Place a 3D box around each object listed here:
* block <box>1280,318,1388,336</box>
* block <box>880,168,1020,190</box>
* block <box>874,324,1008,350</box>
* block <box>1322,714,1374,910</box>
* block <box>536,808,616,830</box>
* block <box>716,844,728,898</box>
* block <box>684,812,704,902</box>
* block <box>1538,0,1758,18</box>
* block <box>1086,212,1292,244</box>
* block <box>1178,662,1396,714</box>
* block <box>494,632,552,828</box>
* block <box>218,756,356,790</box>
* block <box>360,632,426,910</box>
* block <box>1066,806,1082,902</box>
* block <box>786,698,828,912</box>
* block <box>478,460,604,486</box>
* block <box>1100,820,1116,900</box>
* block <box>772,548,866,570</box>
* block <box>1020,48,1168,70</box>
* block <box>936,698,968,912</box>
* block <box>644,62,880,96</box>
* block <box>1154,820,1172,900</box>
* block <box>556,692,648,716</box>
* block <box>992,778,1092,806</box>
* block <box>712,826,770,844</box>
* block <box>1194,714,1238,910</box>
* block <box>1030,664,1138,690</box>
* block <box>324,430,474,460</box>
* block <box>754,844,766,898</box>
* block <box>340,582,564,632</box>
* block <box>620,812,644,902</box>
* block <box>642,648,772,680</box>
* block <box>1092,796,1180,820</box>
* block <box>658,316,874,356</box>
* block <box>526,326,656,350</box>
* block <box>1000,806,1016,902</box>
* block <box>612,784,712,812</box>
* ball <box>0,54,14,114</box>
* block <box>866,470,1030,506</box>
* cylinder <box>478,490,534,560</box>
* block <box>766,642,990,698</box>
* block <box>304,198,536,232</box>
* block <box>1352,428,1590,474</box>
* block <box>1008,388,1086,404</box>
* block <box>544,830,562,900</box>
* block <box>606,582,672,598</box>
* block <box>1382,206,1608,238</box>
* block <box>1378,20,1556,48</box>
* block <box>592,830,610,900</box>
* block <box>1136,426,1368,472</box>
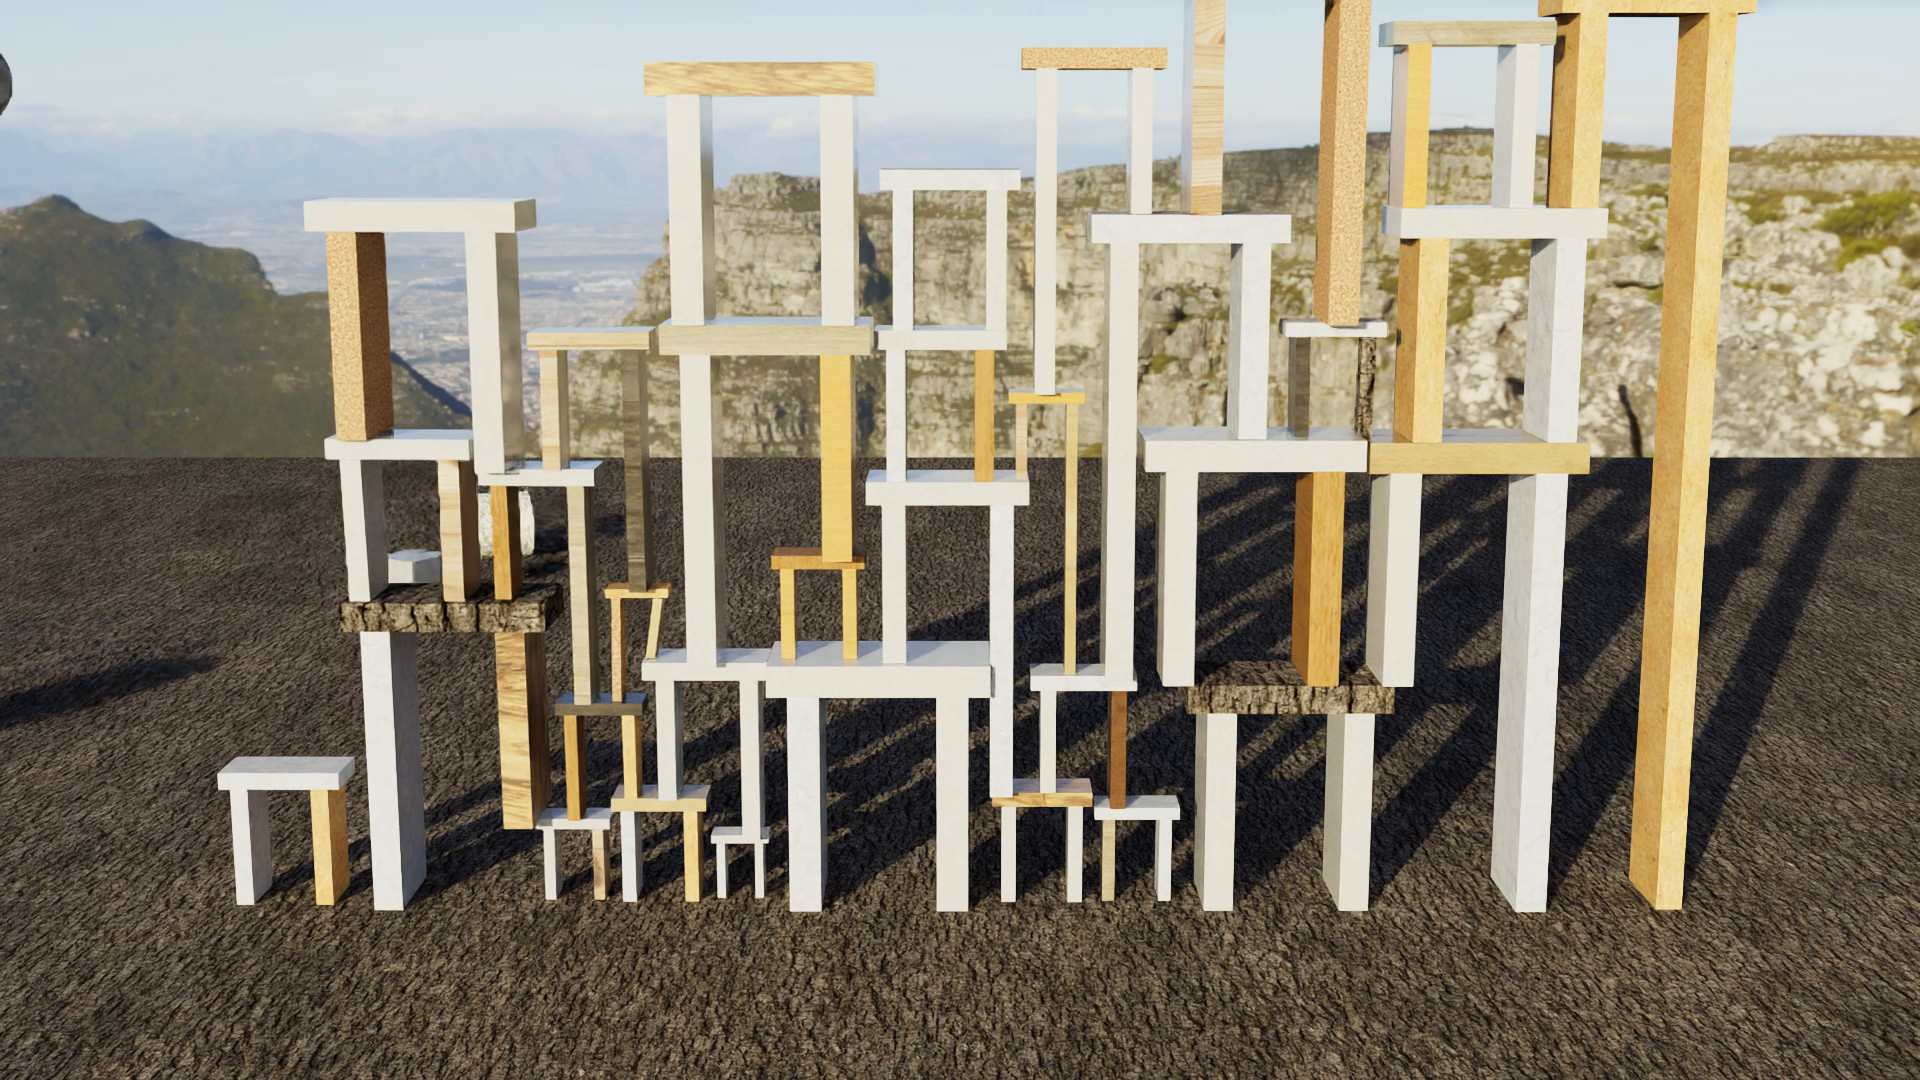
[{"bbox_3d":[0.593,-0.338,3.498,0.158,0.022,0.079,0,11,0],"label":"block"},{"bbox_3d":[-0.015,-0.567,3.453,0.218,0.031,0.109,0,11,0],"label":"block"},{"bbox_3d":[-0.031,-0.323,3.498,0.209,0.030,0.104,0,11,0],"label":"block"},{"bbox_3d":[0.642,0.427,3.640,0.047,0.331,0.166,0,11,0],"label":"block"},{"bbox_3d":[-0.637,0.462,3.646,0.122,0.017,0.061,0,11,0],"label":"block"},{"bbox_3d":[-0.395,0.543,3.664,0.013,0.095,0.047,0,11,0],"label":"block"},{"bbox_3d":[-0.442,0.514,3.655,0.022,0.155,0.077,0,11,0],"label":"block"},{"bbox_3d":[1.060,-0.834,3.403,0.294,0.042,0.147,0,11,0],"label":"block"},{"bbox_3d":[0.357,-0.494,3.468,0.307,0.043,0.153,0,11,0],"label":"block"},{"bbox_3d":[0.531,0.241,3.606,0.331,0.047,0.166,0,11,0],"label":"block"},{"bbox_3d":[-0.717,0.293,3.616,0.046,0.327,0.163,0,11,0],"label":"block"},{"bbox_3d":[-1.109,0.384,3.627,0.196,0.028,0.098,0,11,0],"label":"block"},{"bbox_3d":[-0.933,0.361,3.629,0.046,0.465,0.163,0,11,0],"label":"block"},{"bbox_3d":[0.189,0.509,3.655,0.023,0.164,0.082,0,11,0],"label":"block"},{"bbox_3d":[-0.252,0.412,3.641,0.051,0.359,0.180,0,10,0],"label":"block"},{"bbox_3d":[-0.673,-0.107,3.538,0.184,0.026,0.092,0,11,1],"label":"block"},{"bbox_3d":[0.245,0.521,3.657,0.020,0.140,0.070,0,11,0],"label":"block"},{"bbox_3d":[-0.228,0.029,3.566,0.149,0.021,0.075,0,11,0],"label":"block"},{"bbox_3d":[0.207,-0.749,3.424,0.221,0.031,0.111,0,11,0],"label":"block"},{"bbox_3d":[-0.012,0.413,3.641,0.051,0.359,0.180,0,11,0],"label":"block"},{"bbox_3d":[-0.305,-0.717,3.426,0.350,0.050,0.175,0,11,0],"label":"block"},{"bbox_3d":[0.338,0.521,3.657,0.020,0.140,0.070,0,11,0],"label":"block"},{"bbox_3d":[-0.587,0.269,3.605,0.140,0.020,0.070,0,11,0],"label":"block"},{"bbox_3d":[0.135,0.417,3.638,0.164,0.023,0.082,0,11,0],"label":"block"},{"bbox_3d":[-0.364,0.490,3.654,0.095,0.013,0.047,0,11,-1],"label":"block"},{"bbox_3d":[0.421,0.427,3.641,0.047,0.331,0.166,0,11,0],"label":"block"},{"bbox_3d":[0.201,0.225,3.604,0.172,0.024,0.086,0,11,0],"label":"block"},{"bbox_3d":[-0.885,-0.153,3.521,0.229,0.032,0.114,0,11,2],"label":"block"},{"bbox_3d":[-0.332,0.543,3.664,0.013,0.095,0.047,0,11,0],"label":"block"},{"bbox_3d":[-0.824,0.109,3.582,0.327,0.046,0.163,0,11,0],"label":"block"},{"bbox_3d":[-0.545,0.514,3.655,0.022,0.155,0.077,0,10,0],"label":"block"},{"bbox_3d":[-0.412,0.203,3.596,0.202,0.029,0.101,0,11,0],"label":"block"},{"bbox_3d":[0.291,0.443,3.642,0.140,0.020,0.070,0,11,0],"label":"block"},{"bbox_3d":[-0.304,-0.326,3.498,0.328,0.046,0.164,0,11,0],"label":"block"},{"bbox_3d":[-0.583,-0.321,3.494,0.191,0.027,0.095,0,11,0],"label":"block"},{"bbox_3d":[0.080,0.509,3.655,0.023,0.164,0.082,0,11,0],"label":"block"},{"bbox_3d":[-0.493,0.427,3.639,0.155,0.022,0.077,0,11,0],"label":"block"},{"bbox_3d":[-2.131,-0.980,4.696,0.199,0.199,0.199,0,11,0],"label":"ball"},{"bbox_3d":[-0.019,-0.085,3.543,0.258,0.037,0.129,0,11,0],"label":"block"},{"bbox_3d":[-1.385,-0.045,6.549,0.196,0.196,0.196,-4,11,-21],"label":"cylinder"},{"bbox_3d":[-0.131,0.211,3.604,0.359,0.051,0.180,0,11,0],"label":"block"},{"bbox_3d":[-0.846,-0.512,3.462,0.325,0.046,0.162,0,11,1],"label":"block"},{"bbox_3d":[0.815,-0.143,3.531,0.344,0.049,0.172,0,11,0],"label":"block"},{"bbox_3d":[0.138,-0.231,3.520,0.121,0.017,0.060,0,11,0],"label":"block"},{"bbox_3d":[-0.677,0.530,3.660,0.017,0.122,0.061,0,11,0],"label":"block"},{"bbox_3d":[-0.522,0.082,3.575,0.101,0.014,0.050,0,11,-1],"label":"block"},{"bbox_3d":[0.838,-0.502,3.463,0.318,0.045,0.159,0,11,0],"label":"block"},{"bbox_3d":[0.784,-0.784,3.409,0.248,0.035,0.124,0,11,0],"label":"block"},{"bbox_3d":[-0.596,0.530,3.660,0.017,0.121,0.061,0,11,0],"label":"block"},{"bbox_3d":[0.465,-0.147,3.533,0.346,0.049,0.173,0,11,0],"label":"block"}]
